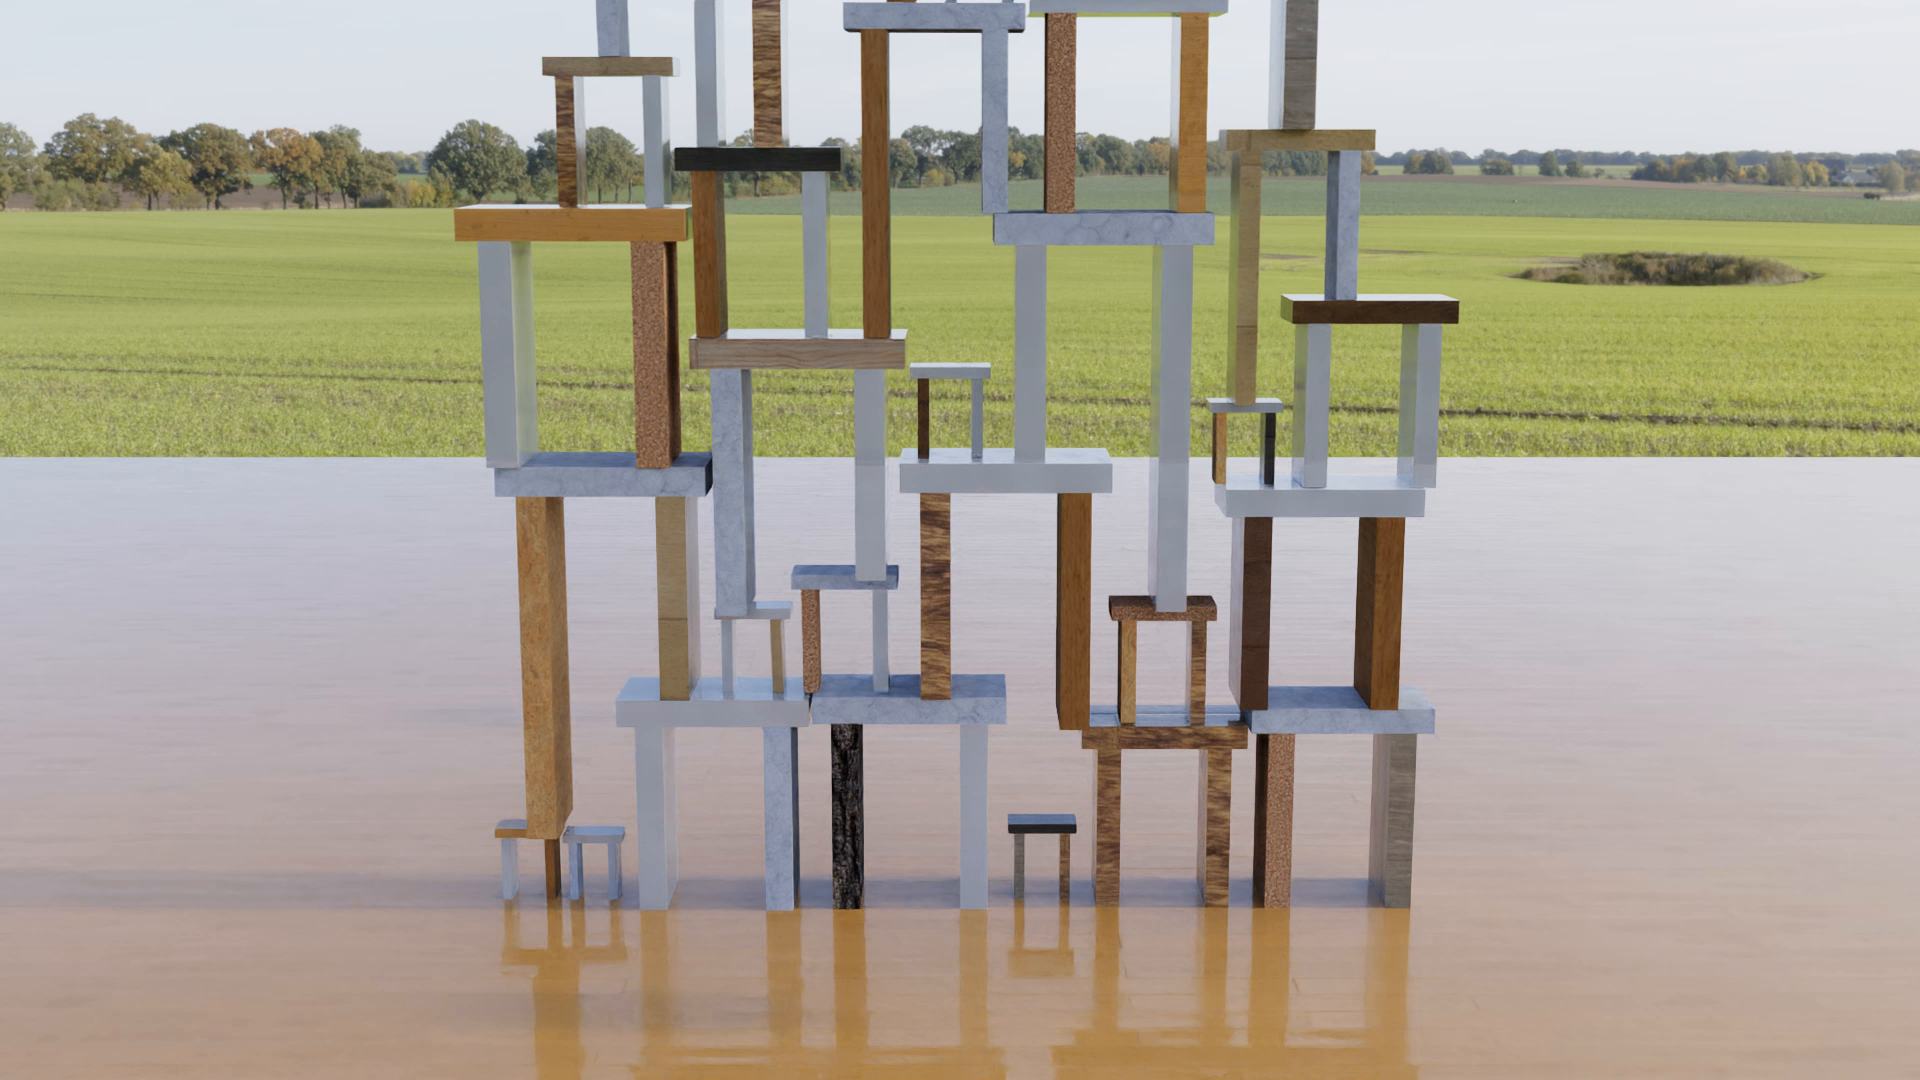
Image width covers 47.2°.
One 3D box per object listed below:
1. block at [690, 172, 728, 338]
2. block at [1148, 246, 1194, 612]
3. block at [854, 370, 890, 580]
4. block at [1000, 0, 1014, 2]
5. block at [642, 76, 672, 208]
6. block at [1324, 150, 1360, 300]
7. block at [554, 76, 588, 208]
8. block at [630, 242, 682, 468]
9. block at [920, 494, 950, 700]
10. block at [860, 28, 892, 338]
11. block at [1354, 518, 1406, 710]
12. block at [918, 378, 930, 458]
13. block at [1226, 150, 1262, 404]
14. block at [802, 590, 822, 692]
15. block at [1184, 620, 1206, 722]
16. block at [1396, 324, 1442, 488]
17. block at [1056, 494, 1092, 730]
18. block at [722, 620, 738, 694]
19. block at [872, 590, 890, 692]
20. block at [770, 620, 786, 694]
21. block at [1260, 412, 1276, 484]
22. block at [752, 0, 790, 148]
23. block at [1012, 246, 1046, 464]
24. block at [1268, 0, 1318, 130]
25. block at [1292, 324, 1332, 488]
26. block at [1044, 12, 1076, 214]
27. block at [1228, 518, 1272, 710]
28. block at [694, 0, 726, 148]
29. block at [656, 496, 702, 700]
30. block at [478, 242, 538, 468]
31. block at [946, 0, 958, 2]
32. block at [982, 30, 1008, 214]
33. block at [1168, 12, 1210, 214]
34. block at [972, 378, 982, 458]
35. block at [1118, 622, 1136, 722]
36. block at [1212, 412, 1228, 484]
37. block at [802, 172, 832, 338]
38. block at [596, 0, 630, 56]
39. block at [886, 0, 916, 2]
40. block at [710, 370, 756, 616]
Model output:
[{"bbox_3d":[-0.395,-0.455,3.479,0.036,0.256,0.128,-1,11,0],"label":"block"},{"bbox_3d":[0.336,-0.186,3.527,0.048,0.579,0.170,0,11,0],"label":"block"},{"bbox_3d":[-0.141,-0.116,3.535,0.048,0.336,0.168,0,11,0],"label":"block"},{"bbox_3d":[0.073,-0.891,3.390,0.018,0.130,0.065,0,11,0],"label":"block"},{"bbox_3d":[-0.474,-0.623,3.442,0.028,0.201,0.100,0,11,0],"label":"block"},{"bbox_3d":[0.603,-0.499,3.470,0.033,0.230,0.115,0,11,0],"label":"block"},{"bbox_3d":[-0.608,-0.623,3.441,0.028,0.201,0.100,0,11,0],"label":"block"},{"bbox_3d":[-0.483,-0.302,3.502,0.050,0.353,0.176,0,11,0],"label":"block"},{"bbox_3d":[-0.039,0.075,3.570,0.047,0.335,0.167,0,11,0],"label":"block"},{"bbox_3d":[-0.131,-0.558,3.450,0.039,0.469,0.139,0,11,0],"label":"block"},{"bbox_3d":[0.681,0.104,3.578,0.044,0.314,0.157,0,11,0],"label":"block"},{"bbox_3d":[-0.058,-0.198,3.518,0.018,0.128,0.064,0,11,0],"label":"block"},{"bbox_3d":[0.450,-0.418,3.485,0.033,0.394,0.115,0,11,0],"label":"block"},{"bbox_3d":[-0.242,0.156,3.588,0.024,0.170,0.085,-1,11,0],"label":"block"},{"bbox_3d":[0.386,0.206,3.597,0.024,0.169,0.085,0,11,0],"label":"block"},{"bbox_3d":[0.734,-0.221,3.518,0.037,0.259,0.130,0,11,0],"label":"block"},{"bbox_3d":[0.184,0.100,3.575,0.047,0.385,0.167,0,11,0],"label":"block"},{"bbox_3d":[-0.377,0.183,3.590,0.017,0.122,0.061,0,11,0],"label":"block"},{"bbox_3d":[-0.128,0.156,3.588,0.024,0.170,0.085,0,11,0],"label":"block"},{"bbox_3d":[-0.297,0.183,3.589,0.017,0.122,0.061,-1,11,0],"label":"block"},{"bbox_3d":[0.494,-0.151,3.533,0.016,0.115,0.058,0,11,0],"label":"block"},{"bbox_3d":[-0.294,-0.872,3.401,0.043,0.520,0.152,0,11,0],"label":"block"},{"bbox_3d":[0.110,-0.303,3.505,0.048,0.339,0.170,0,11,0],"label":"block"},{"bbox_3d":[0.518,-0.921,3.392,0.049,0.564,0.174,0,11,0],"label":"block"},{"bbox_3d":[0.562,-0.221,3.518,0.037,0.259,0.130,0,11,0],"label":"block"},{"bbox_3d":[0.155,-0.665,3.435,0.043,0.302,0.151,0,11,0],"label":"block"},{"bbox_3d":[0.472,0.104,3.578,0.044,0.314,0.157,0,11,0],"label":"block"},{"bbox_3d":[-0.389,-0.797,3.415,0.033,0.368,0.115,0,11,1],"label":"block"},{"bbox_3d":[-0.457,0.079,3.577,0.047,0.331,0.166,0,11,0],"label":"block"},{"bbox_3d":[-0.718,-0.302,3.500,0.050,0.353,0.176,0,11,-1],"label":"block"},{"bbox_3d":[-0.013,-0.891,3.390,0.018,0.130,0.065,0,11,0],"label":"block"},{"bbox_3d":[0.054,-0.652,3.432,0.039,0.277,0.139,0,11,0],"label":"block"},{"bbox_3d":[0.357,-0.665,3.435,0.043,0.302,0.151,0,11,0],"label":"block"},{"bbox_3d":[0.027,-0.198,3.518,0.018,0.128,0.064,0,11,0],"label":"block"},{"bbox_3d":[0.273,0.206,3.598,0.024,0.169,0.085,0,11,0],"label":"block"},{"bbox_3d":[0.417,-0.151,3.533,0.016,0.115,0.058,0,11,0],"label":"block"},{"bbox_3d":[-0.225,-0.455,3.478,0.036,0.256,0.128,0,11,0],"label":"block"},{"bbox_3d":[-0.540,-0.864,3.400,0.033,0.230,0.115,-1,11,0],"label":"block"},{"bbox_3d":[-0.090,-0.978,3.380,0.043,0.303,0.152,0,11,0],"label":"block"},{"bbox_3d":[-0.364,-0.088,3.541,0.048,0.393,0.168,0,11,0],"label":"block"}]
